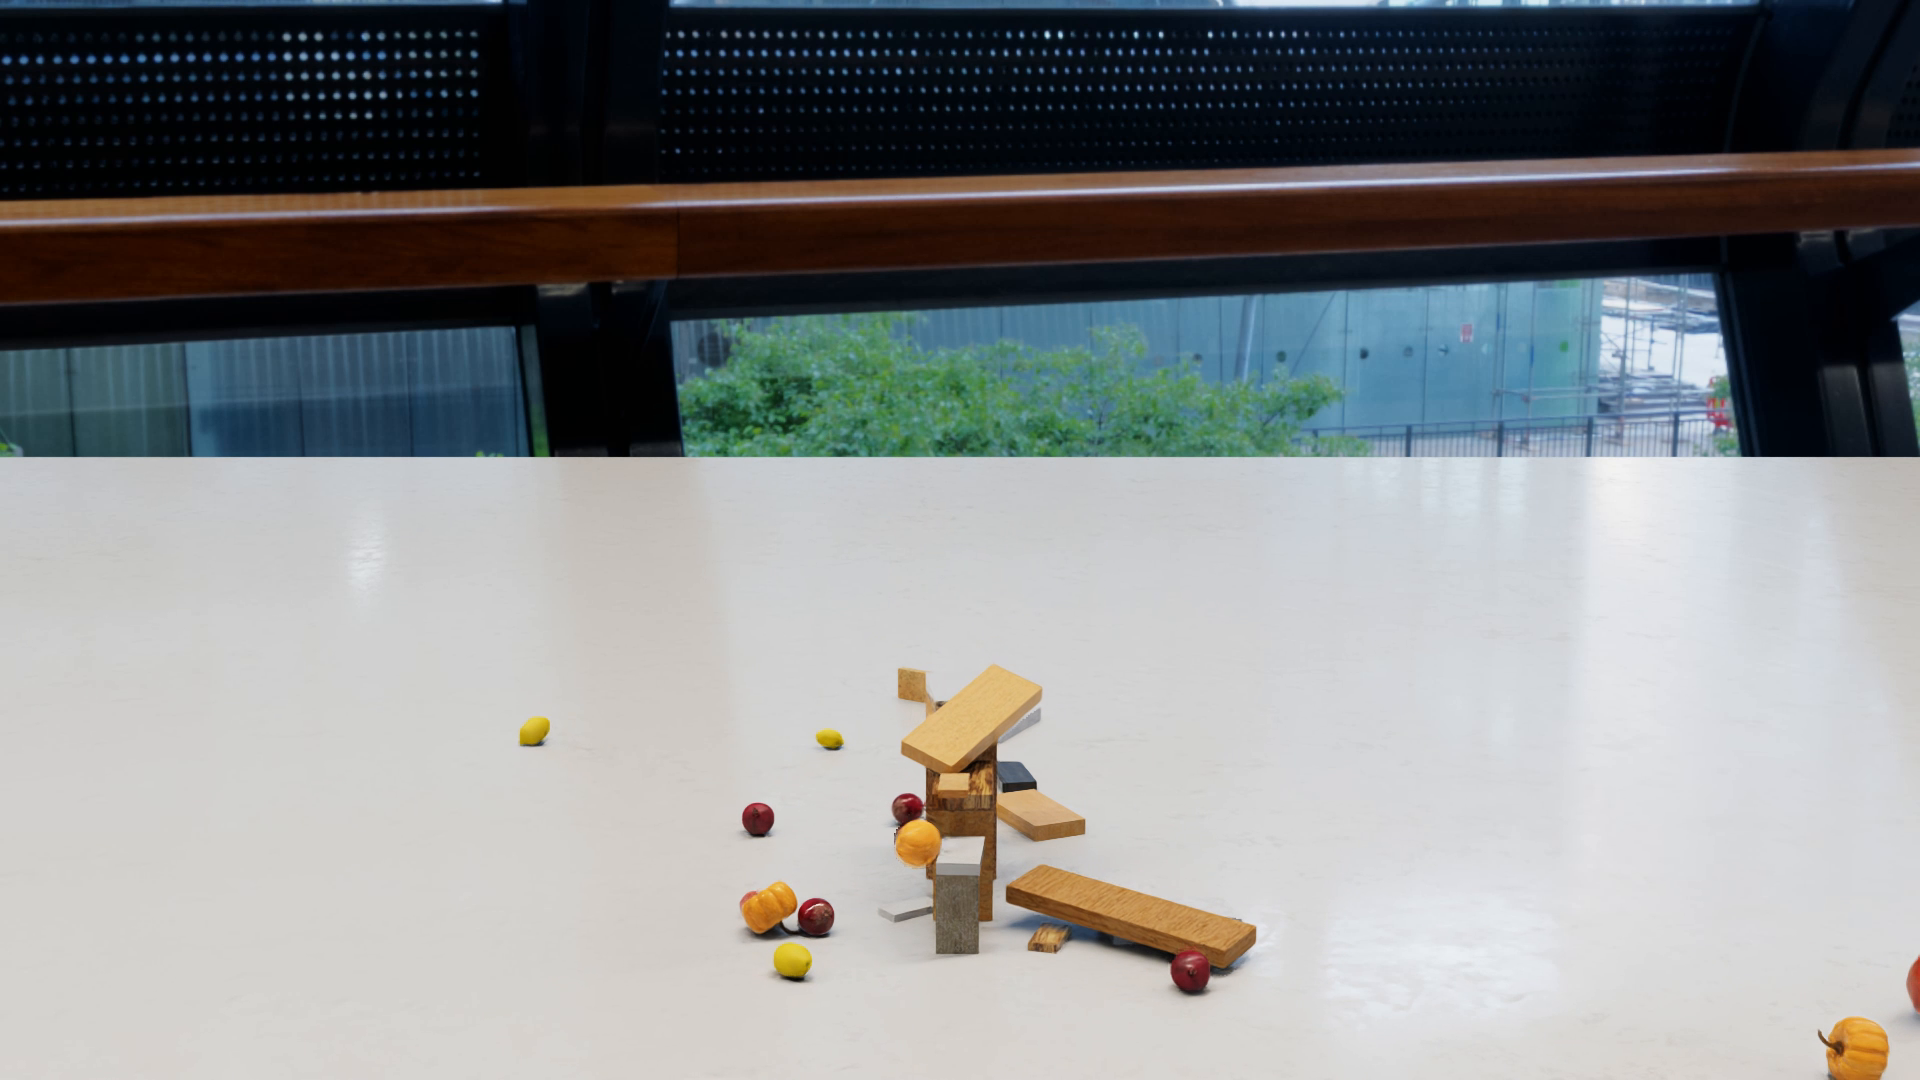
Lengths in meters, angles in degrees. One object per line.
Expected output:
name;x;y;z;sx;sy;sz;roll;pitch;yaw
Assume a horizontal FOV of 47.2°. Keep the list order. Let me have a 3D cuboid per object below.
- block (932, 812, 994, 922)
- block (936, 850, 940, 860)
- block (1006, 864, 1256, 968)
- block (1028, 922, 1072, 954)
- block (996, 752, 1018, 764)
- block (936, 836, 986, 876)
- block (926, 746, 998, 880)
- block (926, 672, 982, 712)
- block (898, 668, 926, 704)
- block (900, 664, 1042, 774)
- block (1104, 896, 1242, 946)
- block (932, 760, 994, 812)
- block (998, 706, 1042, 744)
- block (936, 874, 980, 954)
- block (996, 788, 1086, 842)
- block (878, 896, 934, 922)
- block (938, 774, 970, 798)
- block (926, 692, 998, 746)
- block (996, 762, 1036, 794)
block;0.005;0.517;3.532;0.096;0.192;0.027;0;14;0
block;-0.005;0.556;3.485;0.067;0.133;0.019;0;10;0
block;0.264;0.586;3.443;0.392;0.030;0.104;11;19;33
block;0.141;0.624;3.450;0.046;0.013;0.093;3;10;17
block;0.045;0.443;4.406;0.136;0.019;0.068;0;11;-2
block;0.002;0.491;3.422;0.067;0.019;0.133;1;10;4
block;0.002;0.455;3.736;0.120;0.240;0.034;0;9;0
block;-0.001;0.267;3.823;0.102;0.029;0.204;-1;10;-5
block;-0.079;0.327;4.897;0.136;0.068;0.019;8;13;36
block;0.021;0.299;3.656;0.102;0.029;0.260;24;40;27
block;0.333;0.606;3.502;0.209;0.030;0.104;-2;11;-10
block;0.006;0.398;3.570;0.096;0.027;0.192;0;11;1
block;0.083;0.388;4.677;0.104;0.030;0.209;5;12;25
block;-0.004;0.573;3.396;0.067;0.133;0.019;0;11;0
block;0.137;0.505;4.046;0.102;0.029;0.204;-5;12;-25
block;-0.083;0.600;3.577;0.093;0.013;0.046;-7;14;-36
block;-0.010;0.391;3.500;0.046;0.013;0.093;0;11;2
block;0.001;0.305;3.790;0.120;0.034;0.240;0;10;-1
block;0.101;0.464;4.297;0.068;0.019;0.136;-2;11;-11
